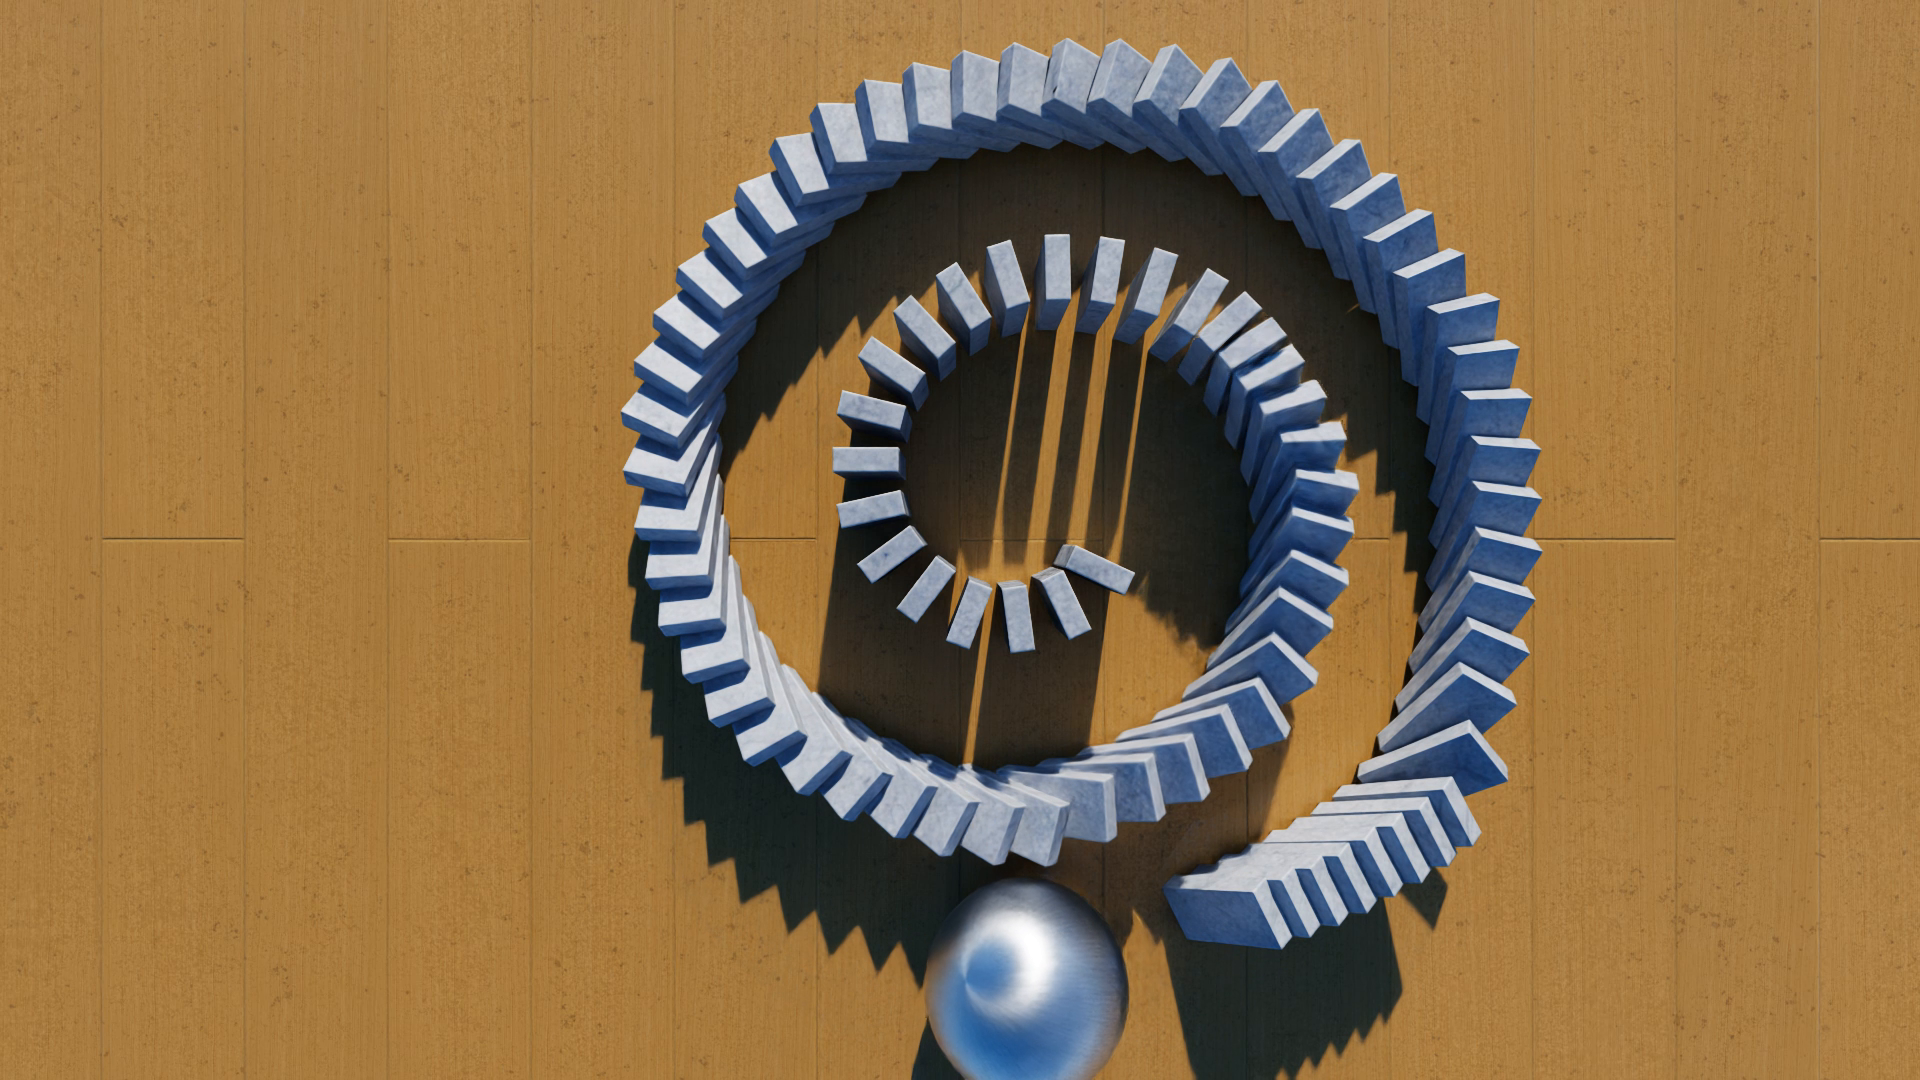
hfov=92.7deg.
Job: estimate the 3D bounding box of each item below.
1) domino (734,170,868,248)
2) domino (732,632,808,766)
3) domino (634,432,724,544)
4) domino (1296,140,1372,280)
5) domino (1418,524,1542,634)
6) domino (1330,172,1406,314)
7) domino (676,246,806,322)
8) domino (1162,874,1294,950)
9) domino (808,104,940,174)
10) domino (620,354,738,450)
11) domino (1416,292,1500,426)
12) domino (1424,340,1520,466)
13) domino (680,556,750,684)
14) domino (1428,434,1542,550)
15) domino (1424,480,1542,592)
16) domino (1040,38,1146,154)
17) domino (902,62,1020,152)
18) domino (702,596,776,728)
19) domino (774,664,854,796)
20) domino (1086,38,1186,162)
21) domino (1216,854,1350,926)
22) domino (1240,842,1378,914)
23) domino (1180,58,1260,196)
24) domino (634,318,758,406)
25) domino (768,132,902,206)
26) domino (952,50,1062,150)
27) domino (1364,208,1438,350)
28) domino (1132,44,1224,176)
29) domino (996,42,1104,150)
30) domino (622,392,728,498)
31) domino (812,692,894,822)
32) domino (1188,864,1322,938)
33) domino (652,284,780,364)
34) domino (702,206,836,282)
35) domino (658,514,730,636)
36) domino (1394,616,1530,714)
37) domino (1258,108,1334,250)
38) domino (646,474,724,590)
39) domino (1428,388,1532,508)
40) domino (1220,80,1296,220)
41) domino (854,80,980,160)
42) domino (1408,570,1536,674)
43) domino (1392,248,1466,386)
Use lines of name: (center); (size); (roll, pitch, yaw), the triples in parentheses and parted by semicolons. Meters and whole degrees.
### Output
domino: (-0.066, -0.143, 0.383); (0.050, 0.010, 0.025); (-37, 90, -32)
domino: (-0.084, 0.066, 0.382); (0.025, 0.009, 0.050); (-29, 57, 0)
domino: (-0.117, -0.023, 0.383); (0.025, 0.009, 0.050); (3, 58, 0)
domino: (0.162, -0.137, 0.383); (0.025, 0.009, 0.050); (-39, 122, 0)
domino: (0.216, 0.020, 0.383); (0.025, 0.010, 0.050); (14, 122, 0)
domino: (0.175, -0.123, 0.383); (0.025, 0.010, 0.050); (-34, 122, 0)
domino: (-0.091, -0.114, 0.383); (0.025, 0.010, 0.050); (42, 58, 0)
domino: (0.109, 0.152, 0.377); (0.009, 0.050, 0.025); (-27, 90, -37)
domino: (-0.035, -0.168, 0.382); (0.050, 0.009, 0.025); (-17, 89, -33)
domino: (-0.116, -0.063, 0.382); (0.025, 0.010, 0.050); (25, 57, 0)
domino: (0.207, -0.075, 0.383); (0.025, 0.010, 0.050); (-13, 122, 0)
domino: (0.213, -0.057, 0.383); (0.025, 0.009, 0.050); (-7, 122, -1)
domino: (-0.103, 0.033, 0.383); (0.025, 0.010, 0.050); (-15, 57, 0)
domino: (0.218, -0.018, 0.383); (0.025, 0.009, 0.050); (5, 122, 0)
domino: (0.217, 0.000, 0.383); (0.025, 0.009, 0.050); (8, 122, 0)
domino: (0.059, -0.184, 0.383); (0.050, 0.009, 0.025); (11, 90, -32)
domino: (0.001, -0.180, 0.383); (0.050, 0.010, 0.025); (-5, 90, -32)
domino: (-0.095, 0.050, 0.382); (0.025, 0.009, 0.050); (-22, 57, 0)
domino: (-0.068, 0.079, 0.382); (0.025, 0.009, 0.050); (-43, 57, 0)
domino: (0.078, -0.182, 0.383); (0.050, 0.009, 0.025); (18, 90, -33)
domino: (0.131, 0.143, 0.377); (0.009, 0.050, 0.025); (-27, 90, -37)
domino: (0.142, 0.139, 0.377); (0.010, 0.050, 0.025); (-27, 90, -37)
domino: (0.116, -0.171, 0.383); (0.050, 0.010, 0.025); (37, 90, -32)
domino: (-0.110, -0.081, 0.383); (0.025, 0.010, 0.050); (31, 58, 0)
domino: (-0.051, -0.157, 0.382); (0.050, 0.010, 0.025); (-26, 90, -33)
domino: (0.020, -0.183, 0.383); (0.050, 0.010, 0.025); (0, 90, -32)
domino: (0.187, -0.108, 0.383); (0.025, 0.009, 0.050); (-29, 122, 0)
domino: (0.097, -0.178, 0.383); (0.050, 0.010, 0.025); (27, 90, -33)
domino: (0.039, -0.184, 0.383); (0.050, 0.009, 0.025); (5, 90, -32)
domino: (-0.118, -0.043, 0.382); (0.025, 0.010, 0.050); (13, 57, 0)
domino: (-0.053, 0.090, 0.383); (0.025, 0.009, 0.050); (-49, 58, 0)
domino: (0.120, 0.148, 0.377); (0.009, 0.050, 0.025); (-27, 90, -37)
domino: (-0.101, -0.098, 0.383); (0.025, 0.009, 0.050); (37, 58, 0)
domino: (-0.079, -0.130, 0.383); (0.025, 0.010, 0.050); (49, 58, 0)
domino: (-0.110, 0.014, 0.383); (0.025, 0.010, 0.050); (-8, 58, 0)
domino: (0.208, 0.057, 0.383); (0.025, 0.009, 0.050); (24, 122, 0)
domino: (0.147, -0.150, 0.383); (0.025, 0.010, 0.050); (-44, 122, 0)
domino: (-0.114, -0.004, 0.383); (0.025, 0.010, 0.050); (-3, 58, 0)
domino: (0.216, -0.038, 0.383); (0.025, 0.009, 0.050); (-1, 122, 0)
domino: (0.132, -0.162, 0.383); (0.025, 0.010, 0.050); (-48, 122, -1)
domino: (-0.017, -0.175, 0.383); (0.050, 0.010, 0.025); (-11, 89, -32)
domino: (0.213, 0.038, 0.383); (0.025, 0.010, 0.050); (17, 122, 0)
domino: (0.197, -0.092, 0.383); (0.025, 0.010, 0.050); (-23, 122, 0)
